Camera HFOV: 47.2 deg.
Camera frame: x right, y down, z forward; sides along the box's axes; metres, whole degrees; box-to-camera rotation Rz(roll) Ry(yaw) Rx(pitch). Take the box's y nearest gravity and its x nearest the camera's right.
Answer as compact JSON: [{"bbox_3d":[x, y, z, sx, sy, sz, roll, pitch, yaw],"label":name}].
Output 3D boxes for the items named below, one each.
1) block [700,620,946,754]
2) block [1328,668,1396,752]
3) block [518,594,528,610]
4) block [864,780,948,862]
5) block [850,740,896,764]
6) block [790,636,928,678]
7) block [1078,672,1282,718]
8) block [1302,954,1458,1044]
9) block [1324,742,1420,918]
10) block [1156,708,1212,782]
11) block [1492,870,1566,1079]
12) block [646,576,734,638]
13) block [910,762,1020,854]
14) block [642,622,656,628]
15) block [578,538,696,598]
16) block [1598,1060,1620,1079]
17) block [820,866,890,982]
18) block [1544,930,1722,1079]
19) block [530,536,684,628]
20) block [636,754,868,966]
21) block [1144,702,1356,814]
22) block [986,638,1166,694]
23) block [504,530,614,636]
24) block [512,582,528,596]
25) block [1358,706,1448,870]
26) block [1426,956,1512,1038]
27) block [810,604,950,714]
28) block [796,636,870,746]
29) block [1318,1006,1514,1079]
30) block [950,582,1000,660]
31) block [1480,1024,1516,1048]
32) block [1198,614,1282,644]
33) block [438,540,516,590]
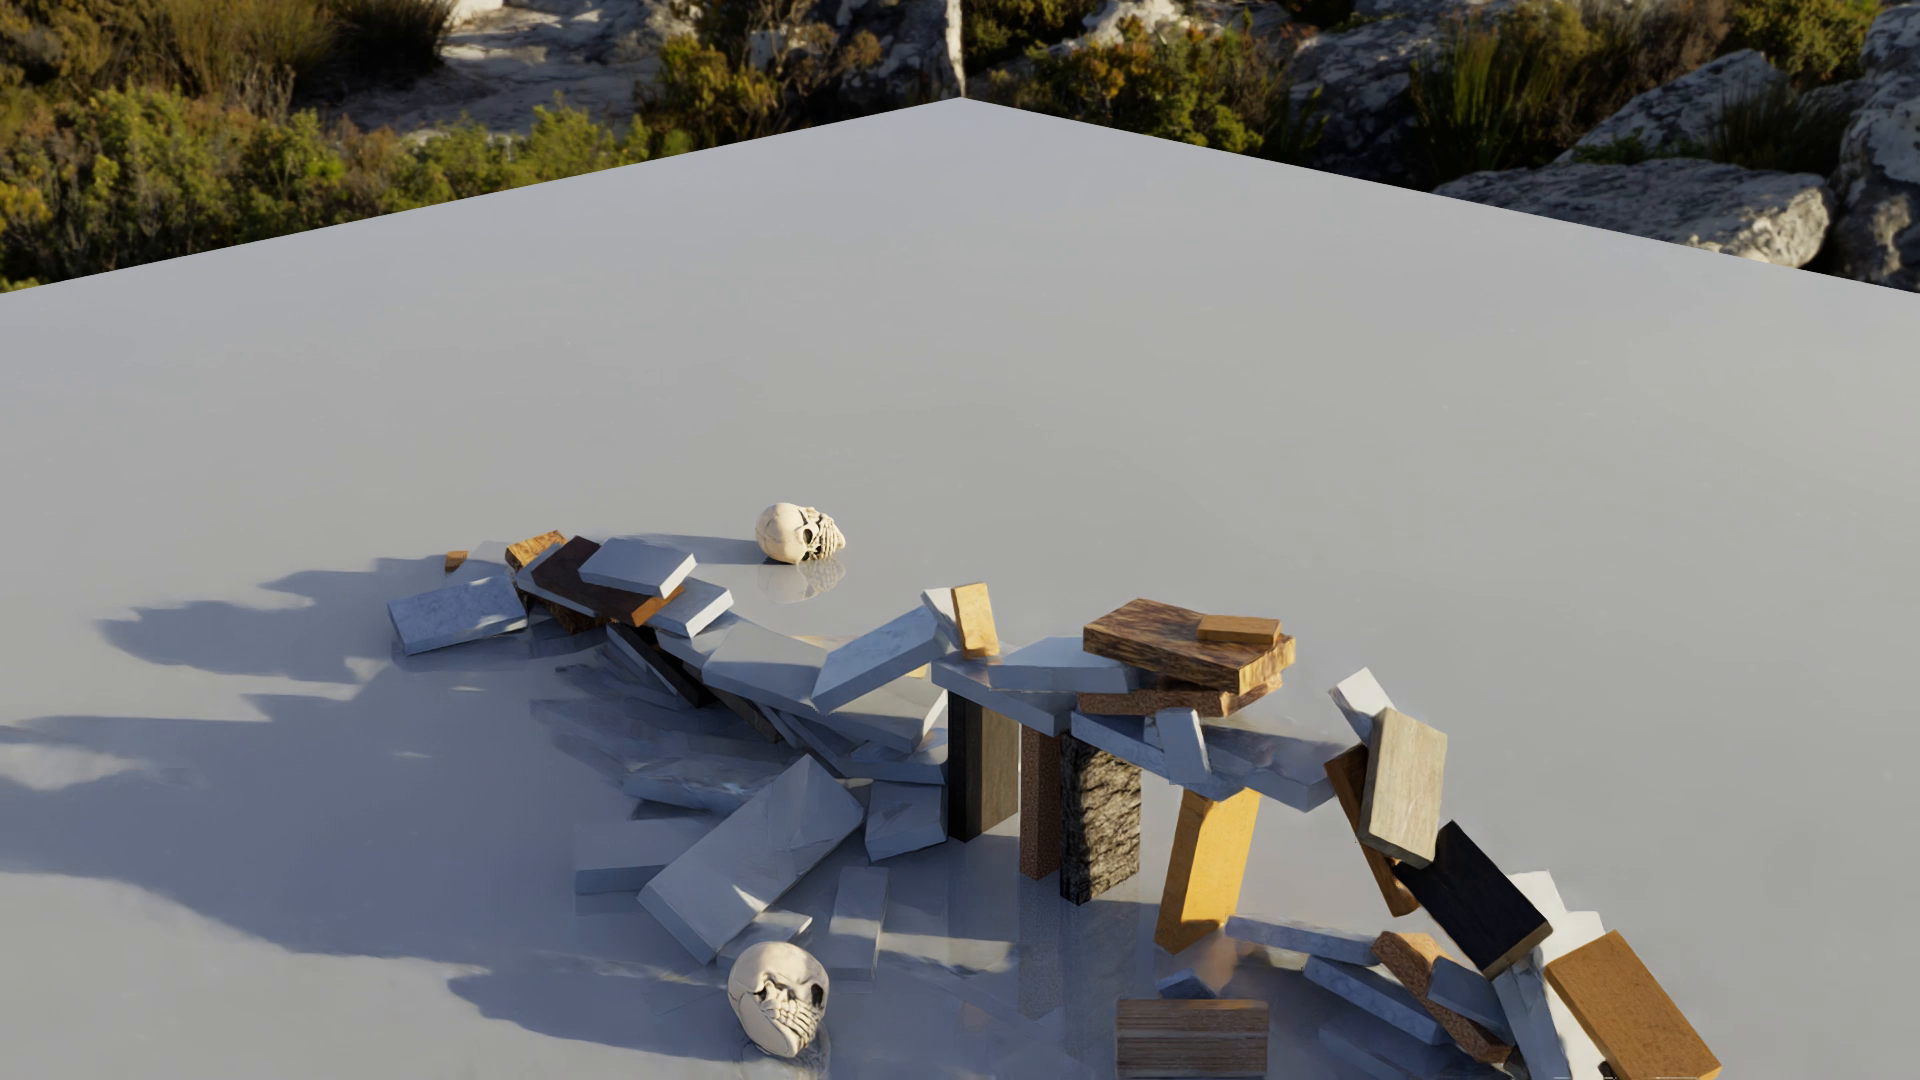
[{"bbox_3d":[-0.283,0.301,4.550,0.491,0.044,0.156,17,46,21],"label":"block"},{"bbox_3d":[0.709,0.311,3.732,0.090,0.026,0.181,-23,75,-42],"label":"block"},{"bbox_3d":[-1.079,0.157,5.334,0.050,0.014,0.101,4,20,-6],"label":"block"},{"bbox_3d":[-0.102,0.529,4.378,0.152,0.043,0.304,-16,19,7],"label":"block"},{"bbox_3d":[-0.157,0.419,4.512,0.130,0.018,0.065,-30,19,-38],"label":"block"},{"bbox_3d":[-0.245,0.261,4.927,0.175,0.050,0.350,17,8,34],"label":"block"},{"bbox_3d":[0.389,0.263,3.921,0.168,0.048,0.336,-22,13,-42],"label":"block"},{"bbox_3d":[0.739,0.787,3.778,0.137,0.039,0.274,11,8,-45],"label":"block"},{"bbox_3d":[0.722,0.480,3.709,0.131,0.281,0.037,-21,-4,-41],"label":"block"},{"bbox_3d":[0.382,0.351,3.757,0.068,0.135,0.019,-4,23,29],"label":"block"},{"bbox_3d":[0.956,0.720,3.599,0.176,0.050,0.353,0,59,-32],"label":"block"},{"bbox_3d":[-0.650,0.134,4.920,0.274,0.039,0.137,16,44,40],"label":"block"},{"bbox_3d":[-0.009,0.526,4.427,0.070,0.020,0.325,19,39,38],"label":"block"},{"bbox_3d":[-0.768,0.119,5.063,0.274,0.039,0.137,13,43,32],"label":"block"},{"bbox_3d":[-0.720,0.062,4.904,0.243,0.034,0.122,10,43,33],"label":"block"},{"bbox_3d":[1.022,0.846,3.338,0.060,0.017,0.120,6,42,-28],"label":"block"},{"bbox_3d":[-0.191,0.705,4.066,0.090,0.026,0.344,1,23,3],"label":"block"},{"bbox_3d":[1.030,0.736,3.377,0.130,0.037,0.261,-23,53,-13],"label":"block"},{"bbox_3d":[-0.799,0.092,4.962,0.361,0.041,0.146,18,48,39],"label":"block"},{"bbox_3d":[-0.382,0.596,4.174,0.175,0.050,0.553,43,35,7],"label":"block"},{"bbox_3d":[0.513,0.359,3.831,0.353,0.050,0.176,22,31,40],"label":"block"},{"bbox_3d":[0.232,0.229,4.046,0.168,0.048,0.362,-21,12,-39],"label":"block"},{"bbox_3d":[-0.958,0.102,5.322,0.146,0.041,0.292,-21,54,-39],"label":"block"},{"bbox_3d":[-1.101,0.120,5.402,0.068,0.019,0.136,5,6,13],"label":"block"},{"bbox_3d":[0.735,0.409,3.642,0.124,0.035,0.248,25,53,-12],"label":"block"},{"bbox_3d":[0.842,0.747,3.604,0.150,0.021,0.075,26,47,-1],"label":"block"},{"bbox_3d":[-0.151,0.229,4.412,0.312,0.044,0.156,-27,24,27],"label":"block"},{"bbox_3d":[-0.275,0.319,4.645,0.304,0.043,0.152,29,36,23],"label":"block"},{"bbox_3d":[0.794,0.884,3.631,0.124,0.035,0.410,-20,30,-39],"label":"block"},{"bbox_3d":[0.029,0.158,4.268,0.070,0.140,0.020,-11,-1,-29],"label":"block"},{"bbox_3d":[0.926,0.819,3.633,0.150,0.021,0.075,35,20,6],"label":"block"},{"bbox_3d":[0.488,0.156,3.839,0.135,0.019,0.067,4,22,18],"label":"block"},{"bbox_3d":[-1.196,0.107,5.418,0.122,0.034,0.376,5,29,14],"label":"block"}]
